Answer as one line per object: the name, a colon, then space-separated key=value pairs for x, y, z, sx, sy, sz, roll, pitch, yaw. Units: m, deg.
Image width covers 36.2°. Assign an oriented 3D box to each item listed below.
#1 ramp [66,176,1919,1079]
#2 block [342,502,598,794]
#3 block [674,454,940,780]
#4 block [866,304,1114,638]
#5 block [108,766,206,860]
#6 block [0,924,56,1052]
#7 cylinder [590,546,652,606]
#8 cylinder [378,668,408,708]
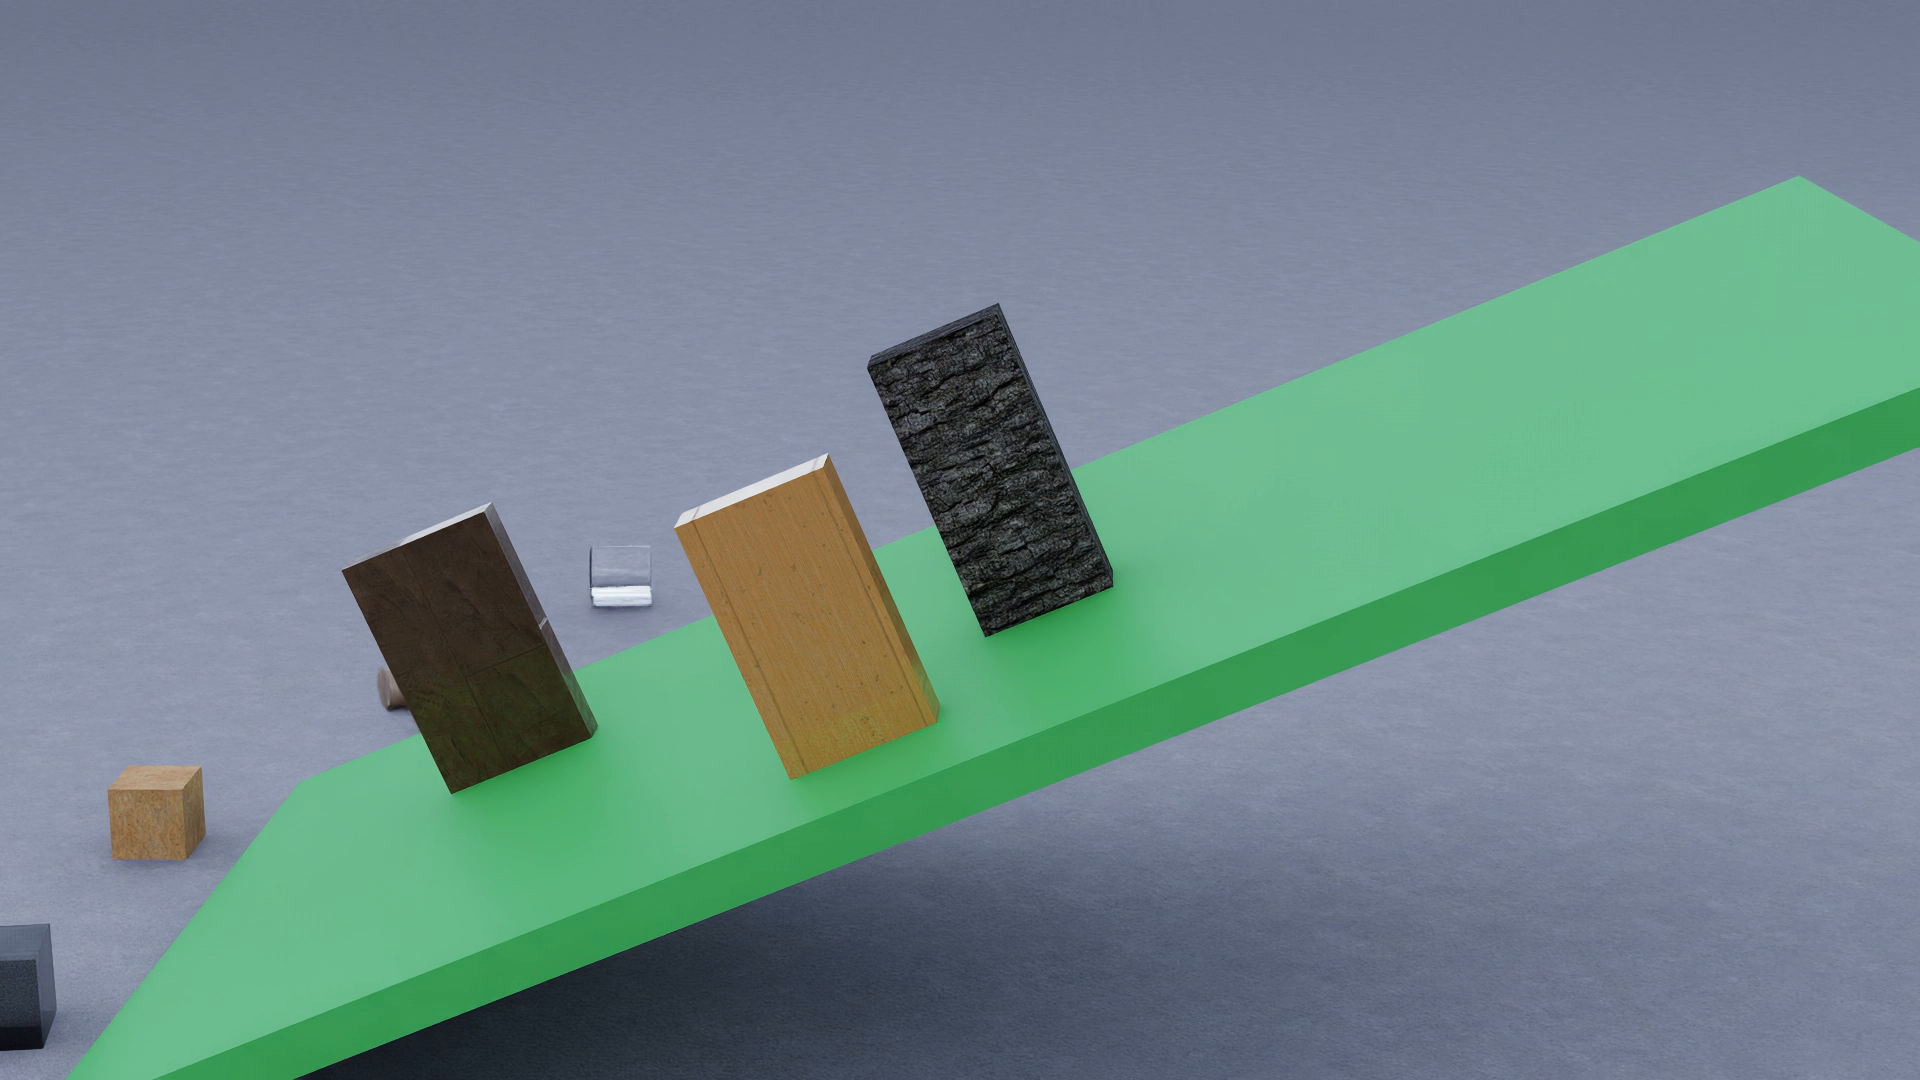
ramp: x=0.128 y=0.171 z=6.287 sx=4.000 sy=0.100 sz=2.000 roll=-22 pitch=12 yaw=8
block: x=-1.108 y=0.247 z=6.667 sx=0.356 sy=0.572 sz=0.090 roll=-22 pitch=12 yaw=8
block: x=-0.289 y=0.149 z=5.644 sx=0.308 sy=0.543 sz=0.118 roll=-22 pitch=12 yaw=8
block: x=0.066 y=-0.142 z=6.046 sx=0.285 sy=0.614 sz=0.132 roll=-22 pitch=12 yaw=8
block: x=-1.990 y=0.675 z=7.295 sx=0.182 sy=0.182 sz=0.182 roll=0 pitch=15 yaw=1
block: x=-2.032 y=0.946 z=6.211 sx=0.201 sy=0.201 sz=0.201 roll=-2 pitch=15 yaw=-8
cylinder: x=-1.087 y=0.117 z=9.442 sx=0.190 sy=0.190 sz=0.190 roll=-1 pitch=15 yaw=-4
cylinder: x=-1.591 y=0.419 z=8.413 sx=0.117 sy=0.117 sz=0.117 roll=-5 pitch=15 yaw=-27
